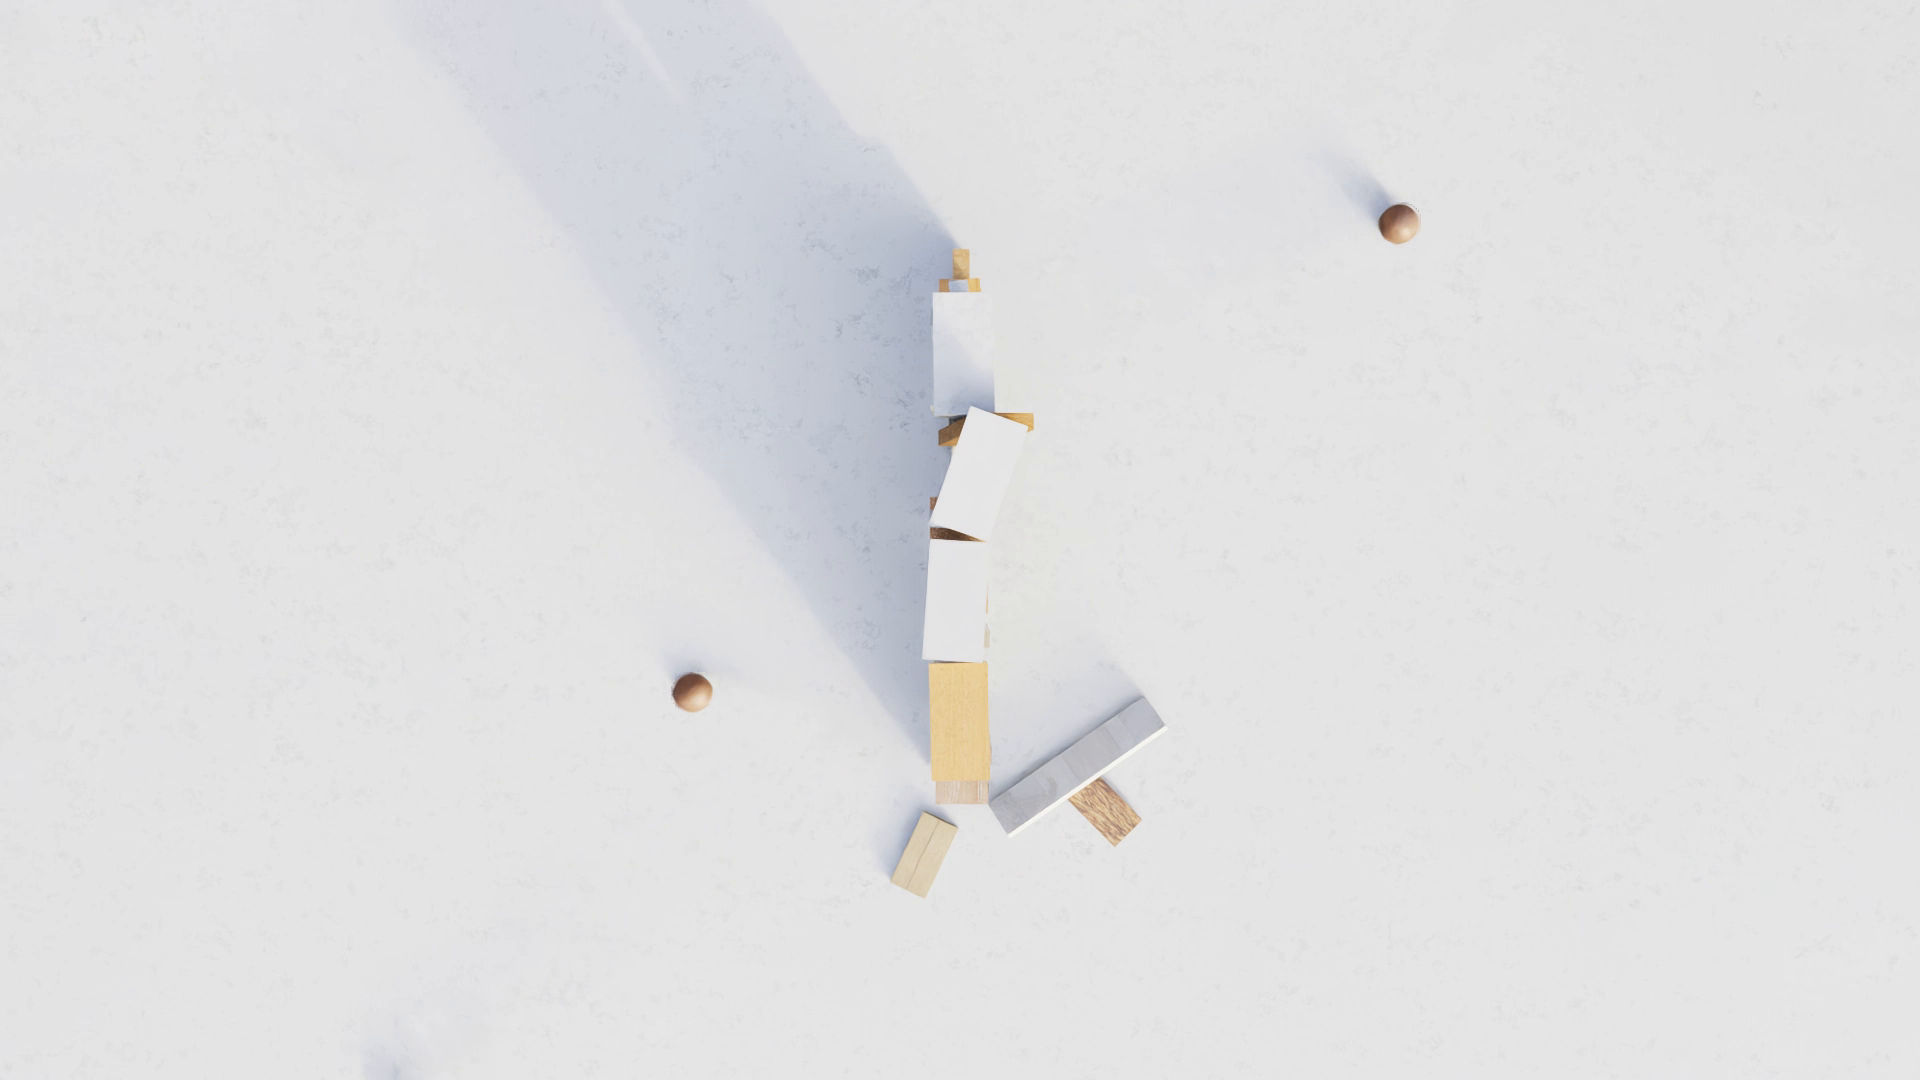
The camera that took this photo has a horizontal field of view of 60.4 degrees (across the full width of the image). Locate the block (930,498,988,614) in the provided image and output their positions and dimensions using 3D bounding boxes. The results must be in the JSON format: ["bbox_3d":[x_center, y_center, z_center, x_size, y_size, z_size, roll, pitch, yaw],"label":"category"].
[{"bbox_3d":[-0.003,0.048,5.114,0.180,0.051,0.360,0,90,0],"label":"block"}]

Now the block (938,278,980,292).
[{"bbox_3d":[0.001,-0.695,5.222,0.130,0.037,0.259,-1,90,0],"label":"block"}]

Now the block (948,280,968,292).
[{"bbox_3d":[0.003,-0.740,5.080,0.058,0.016,0.116,-10,90,0],"label":"block"}]

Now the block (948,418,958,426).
[{"bbox_3d":[0.001,-0.385,5.344,0.073,0.021,0.146,0,90,0],"label":"block"}]

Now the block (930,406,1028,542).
[{"bbox_3d":[0.054,-0.189,4.711,0.174,0.049,0.347,19,92,-1],"label":"block"}]

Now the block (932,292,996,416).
[{"bbox_3d":[0.012,-0.543,4.822,0.178,0.050,0.356,-1,90,0],"label":"block"}]

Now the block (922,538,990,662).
[{"bbox_3d":[-0.011,0.173,4.722,0.171,0.049,0.343,4,90,0],"label":"block"}]

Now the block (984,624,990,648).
[{"bbox_3d":[0.000,0.285,4.974,0.171,0.456,0.049,1,90,0],"label":"block"}]

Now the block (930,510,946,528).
[{"bbox_3d":[-0.001,-0.057,4.915,0.174,0.347,0.049,4,90,0],"label":"block"}]

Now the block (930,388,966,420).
[{"bbox_3d":[0.003,-0.416,5.091,0.178,0.486,0.050,4,90,0],"label":"block"}]

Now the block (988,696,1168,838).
[{"bbox_3d":[0.389,0.749,5.451,0.631,0.037,0.129,-35,59,0],"label":"block"}]

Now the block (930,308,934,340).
[{"bbox_3d":[0.002,-0.651,5.026,0.178,0.356,0.050,3,90,0],"label":"block"}]

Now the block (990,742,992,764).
[{"bbox_3d":[0.008,0.626,4.958,0.169,0.338,0.048,1,90,0],"label":"block"}]

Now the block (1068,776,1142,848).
[{"bbox_3d":[0.468,0.882,5.482,0.129,0.037,0.258,-45,90,0],"label":"block"}]

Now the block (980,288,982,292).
[{"bbox_3d":[0.003,-0.782,5.370,0.130,0.259,0.037,0,90,0],"label":"block"}]

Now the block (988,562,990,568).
[{"bbox_3d":[-0.001,0.056,4.918,0.171,0.343,0.049,0,90,0],"label":"block"}]

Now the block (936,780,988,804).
[{"bbox_3d":[0.005,0.658,5.150,0.163,0.046,0.327,0,90,0],"label":"block"}]

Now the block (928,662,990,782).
[{"bbox_3d":[-0.001,0.523,4.765,0.169,0.048,0.338,-1,90,0],"label":"block"}]

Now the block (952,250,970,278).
[{"bbox_3d":[0.004,-0.894,5.384,0.054,0.015,0.108,0,90,0],"label":"block"}]

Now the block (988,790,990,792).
[{"bbox_3d":[0.009,0.771,5.337,0.163,0.327,0.046,-2,90,0],"label":"block"}]

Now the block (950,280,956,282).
[{"bbox_3d":[-0.004,-0.799,5.146,0.058,0.116,0.016,-1,106,0],"label":"block"}]

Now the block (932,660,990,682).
[{"bbox_3d":[0.000,0.401,4.996,0.169,0.413,0.048,1,90,0],"label":"block"}]

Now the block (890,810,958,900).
[{"bbox_3d":[-0.119,1.045,5.482,0.129,0.037,0.258,25,90,0],"label":"block"}]

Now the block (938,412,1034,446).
[{"bbox_3d":[0.072,-0.334,5.025,0.174,0.564,0.049,0,88,-11],"label":"block"}]

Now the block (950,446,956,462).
[{"bbox_3d":[0.013,-0.245,5.302,0.085,0.024,0.170,4,79,-11],"label":"block"}]
